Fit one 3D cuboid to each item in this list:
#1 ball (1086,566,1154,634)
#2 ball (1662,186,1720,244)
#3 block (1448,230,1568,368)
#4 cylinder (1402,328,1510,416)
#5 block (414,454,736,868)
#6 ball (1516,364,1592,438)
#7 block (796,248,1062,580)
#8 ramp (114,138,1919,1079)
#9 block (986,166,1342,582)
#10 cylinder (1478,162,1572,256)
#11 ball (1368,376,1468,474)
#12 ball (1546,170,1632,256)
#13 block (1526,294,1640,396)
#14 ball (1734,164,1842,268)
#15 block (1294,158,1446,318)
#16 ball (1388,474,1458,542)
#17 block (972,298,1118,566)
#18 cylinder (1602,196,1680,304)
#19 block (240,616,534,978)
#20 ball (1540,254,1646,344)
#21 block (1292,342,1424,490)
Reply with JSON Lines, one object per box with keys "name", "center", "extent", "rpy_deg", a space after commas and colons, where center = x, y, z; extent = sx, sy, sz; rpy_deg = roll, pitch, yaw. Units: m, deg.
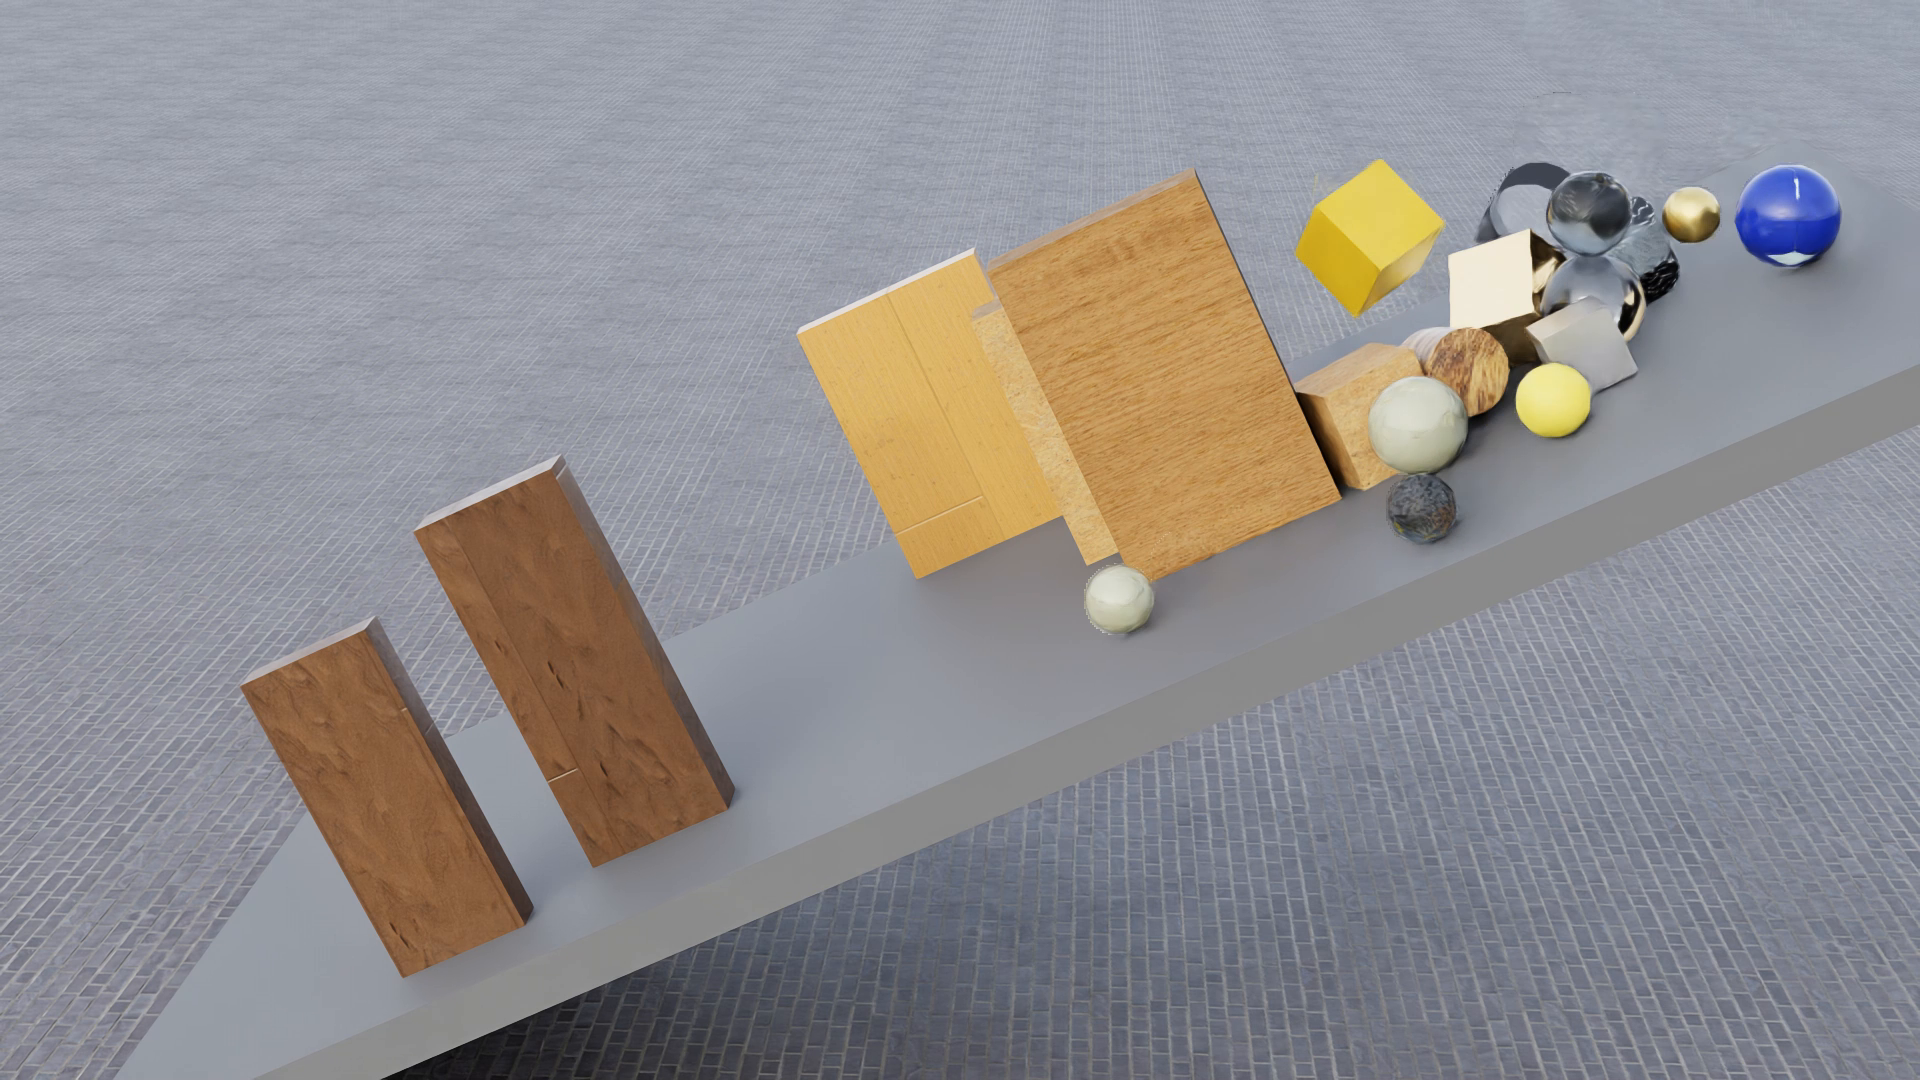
{"name": "ball", "center": [0.308, 0.115, 5.657], "extent": [0.131, 0.131, 0.131], "rpy_deg": [0, 16, 0]}
{"name": "ball", "center": [1.506, -0.669, 6.057], "extent": [0.117, 0.117, 0.117], "rpy_deg": [0, 16, 0]}
{"name": "block", "center": [1.153, -0.497, 6.120], "extent": [0.192, 0.192, 0.192], "rpy_deg": [-16, -30, 37]}
{"name": "cylinder", "center": [0.992, -0.341, 5.952], "extent": [0.177, 0.177, 0.177], "rpy_deg": [-4, 5, -13]}
{"name": "block", "center": [-0.751, 0.241, 5.773], "extent": [0.300, 0.761, 0.119], "rpy_deg": [-24, 13, 9]}
{"name": "ball", "center": [1.122, -0.264, 5.563], "extent": [0.141, 0.141, 0.141], "rpy_deg": [0, 16, 0]}
{"name": "block", "center": [-0.033, -0.287, 6.740], "extent": [0.444, 0.635, 0.084], "rpy_deg": [-24, 13, 9]}
{"name": "ramp", "center": [0.135, 0.169, 6.282], "extent": [4.000, 0.100, 2.000], "rpy_deg": [-24, 13, 9]}
{"name": "block", "center": [0.409, -0.320, 5.865], "extent": [0.447, 0.711, 0.127], "rpy_deg": [-24, 13, 9]}
{"name": "cylinder", "center": [1.208, -0.672, 6.216], "extent": [0.190, 0.190, 0.190], "rpy_deg": [-1, -17, -3]}
{"name": "ball", "center": [0.891, -0.223, 5.723], "extent": [0.194, 0.194, 0.194], "rpy_deg": [0, 16, 0]}
{"name": "ball", "center": [1.258, -0.654, 5.882], "extent": [0.168, 0.168, 0.168], "rpy_deg": [0, 16, 0]}
{"name": "block", "center": [1.222, -0.375, 5.779], "extent": [0.146, 0.146, 0.146], "rpy_deg": [-27, 13, 6]}
{"name": "ball", "center": [1.659, -0.649, 5.893], "extent": [0.206, 0.206, 0.206], "rpy_deg": [0, 16, 0]}
{"name": "block", "center": [0.801, -0.591, 5.765], "extent": [0.181, 0.181, 0.181], "rpy_deg": [-36, 75, -22]}
{"name": "ball", "center": [0.838, -0.058, 5.333], "extent": [0.126, 0.126, 0.126], "rpy_deg": [0, 16, 0]}
{"name": "block", "center": [0.290, -0.281, 6.229], "extent": [0.311, 0.579, 0.143], "rpy_deg": [-24, 13, 9]}
{"name": "cylinder", "center": [1.406, -0.605, 6.177], "extent": [0.164, 0.164, 0.164], "rpy_deg": [-22, 38, 19]}
{"name": "block", "center": [-1.099, 0.498, 5.665], "extent": [0.271, 0.657, 0.092], "rpy_deg": [-24, 13, 9]}
{"name": "ball", "center": [1.278, -0.476, 5.939], "extent": [0.207, 0.207, 0.207], "rpy_deg": [0, 16, 0]}
{"name": "block", "center": [0.822, -0.251, 5.928], "extent": [0.210, 0.210, 0.210], "rpy_deg": [-28, 13, -10]}
